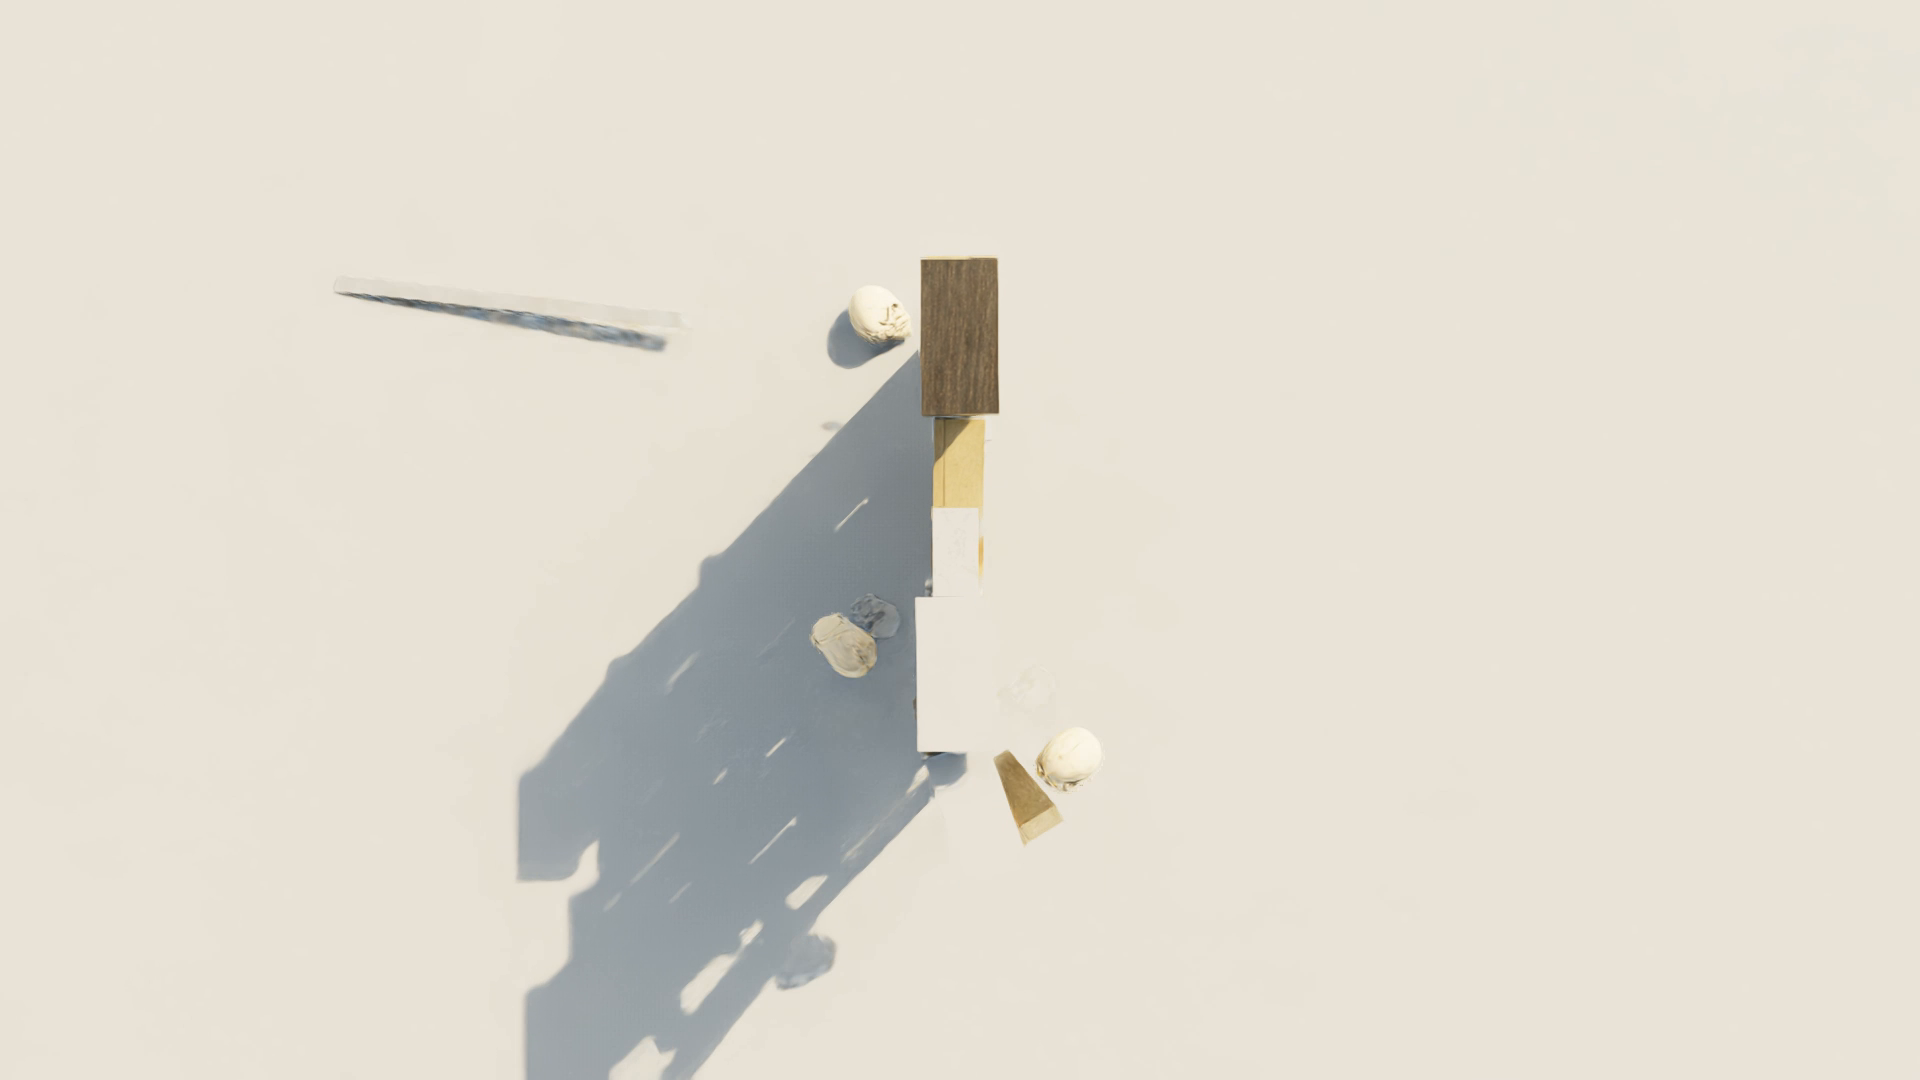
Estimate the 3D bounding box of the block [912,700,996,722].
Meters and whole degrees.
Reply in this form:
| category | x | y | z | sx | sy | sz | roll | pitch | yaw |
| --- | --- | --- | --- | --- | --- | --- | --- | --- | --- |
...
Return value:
| category | x | y | z | sx | sy | sz | roll | pitch | yaw |
| --- | --- | --- | --- | --- | --- | --- | --- | --- | --- |
| block | -0.021 | 0.410 | 4.015 | 0.172 | 0.565 | 0.049 | -9 | 87 | -3 |

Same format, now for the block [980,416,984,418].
| category | x | y | z | sx | sy | sz | roll | pitch | yaw |
| --- | --- | --- | --- | --- | --- | --- | --- | --- | --- |
| block | -0.002 | -0.298 | 4.497 | 0.132 | 0.037 | 0.264 | 0 | 90 | 0 |

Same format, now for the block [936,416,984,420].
| category | x | y | z | sx | sy | sz | roll | pitch | yaw |
| --- | --- | --- | --- | --- | --- | --- | --- | --- | --- |
| block | -0.001 | -0.275 | 4.122 | 0.121 | 0.242 | 0.034 | 1 | 101 | 0 |

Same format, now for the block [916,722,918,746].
| category | x | y | z | sx | sy | sz | roll | pitch | yaw |
| --- | --- | --- | --- | --- | --- | --- | --- | --- | --- |
| block | -0.024 | 0.376 | 4.432 | 0.176 | 0.050 | 0.353 | 1 | 90 | 1 |

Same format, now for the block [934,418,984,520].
| category | x | y | z | sx | sy | sz | roll | pitch | yaw |
| --- | --- | --- | --- | --- | --- | --- | --- | --- | --- |
| block | -0.003 | -0.171 | 3.986 | 0.121 | 0.034 | 0.242 | 1 | 92 | 0 |

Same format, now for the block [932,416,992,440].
| category | x | y | z | sx | sy | sz | roll | pitch | yaw |
| --- | --- | --- | --- | --- | --- | --- | --- | --- | --- |
| block | 0.006 | -0.463 | 4.804 | 0.173 | 0.049 | 0.346 | 0 | 90 | 0 |

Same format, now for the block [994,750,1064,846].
| category | x | y | z | sx | sy | sz | roll | pitch | yaw |
| --- | --- | --- | --- | --- | --- | --- | --- | --- | --- |
| block | 0.125 | 0.663 | 4.257 | 0.153 | 0.800 | 0.043 | -31 | 95 | -4 |

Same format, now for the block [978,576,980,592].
| category | x | y | z | sx | sy | sz | roll | pitch | yaw |
| --- | --- | --- | --- | --- | --- | --- | --- | --- | --- |
| block | -0.006 | 0.107 | 3.974 | 0.106 | 0.212 | 0.030 | 0 | 90 | 0 |

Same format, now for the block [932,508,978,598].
| category | x | y | z | sx | sy | sz | roll | pitch | yaw |
| --- | --- | --- | --- | --- | --- | --- | --- | --- | --- |
| block | -0.010 | 0.032 | 3.853 | 0.106 | 0.030 | 0.212 | 0 | 90 | 0 |

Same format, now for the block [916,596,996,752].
| category | x | y | z | sx | sy | sz | roll | pitch | yaw |
| --- | --- | --- | --- | --- | --- | --- | --- | --- | --- |
| block | -0.011 | 0.301 | 3.706 | 0.172 | 0.049 | 0.345 | -1 | 88 | 0 |

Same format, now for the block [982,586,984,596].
| category | x | y | z | sx | sy | sz | roll | pitch | yaw |
| --- | --- | --- | --- | --- | --- | --- | --- | --- | --- |
| block | -0.011 | 0.132 | 4.333 | 0.143 | 0.423 | 0.041 | 0 | 91 | 1 |

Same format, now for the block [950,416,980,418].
| category | x | y | z | sx | sy | sz | roll | pitch | yaw |
| --- | --- | --- | --- | --- | --- | --- | --- | --- | --- |
| block | 0.000 | -0.245 | 4.259 | 0.102 | 0.029 | 0.204 | 1 | 90 | 0 |

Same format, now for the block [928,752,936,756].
| category | x | y | z | sx | sy | sz | roll | pitch | yaw |
| --- | --- | --- | --- | --- | --- | --- | --- | --- | --- |
| block | -0.002 | 0.522 | 4.004 | 0.153 | 0.305 | 0.043 | -21 | 88 | -1 |

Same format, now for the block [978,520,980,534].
| category | x | y | z | sx | sy | sz | roll | pitch | yaw |
| --- | --- | --- | --- | --- | --- | --- | --- | --- | --- |
| block | -0.007 | -0.038 | 4.089 | 0.106 | 0.441 | 0.030 | 1 | 92 | 0 |

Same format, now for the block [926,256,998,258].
| category | x | y | z | sx | sy | sz | roll | pitch | yaw |
| --- | --- | --- | --- | --- | --- | --- | --- | --- | --- |
| block | 0.006 | -0.523 | 4.061 | 0.174 | 0.049 | 0.347 | 0 | 90 | 0 |

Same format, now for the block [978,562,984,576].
| category | x | y | z | sx | sy | sz | roll | pitch | yaw |
| --- | --- | --- | --- | --- | --- | --- | --- | --- | --- |
| block | -0.004 | 0.210 | 4.831 | 0.144 | 0.041 | 0.287 | 0 | 90 | 1 |

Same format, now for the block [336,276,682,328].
| category | x | y | z | sx | sy | sz | roll | pitch | yaw |
| --- | --- | --- | --- | --- | --- | --- | --- | --- | --- |
| block | -1.494 | -0.787 | 5.448 | 1.170 | 0.015 | 0.052 | 7 | 100 | 4 |

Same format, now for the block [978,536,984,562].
| category | x | y | z | sx | sy | sz | roll | pitch | yaw |
| --- | --- | --- | --- | --- | --- | --- | --- | --- | --- |
| block | -0.005 | 0.148 | 5.161 | 0.158 | 0.045 | 0.316 | 0 | 90 | 0 |

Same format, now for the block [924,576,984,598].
| category | x | y | z | sx | sy | sz | roll | pitch | yaw |
| --- | --- | --- | --- | --- | --- | --- | --- | --- | --- |
| block | -0.018 | 0.232 | 4.100 | 0.143 | 0.041 | 0.286 | 1 | 90 | 0 |

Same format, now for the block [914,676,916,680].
| category | x | y | z | sx | sy | sz | roll | pitch | yaw |
| --- | --- | --- | --- | --- | --- | --- | --- | --- | --- |
| block | -0.039 | 0.336 | 4.263 | 0.143 | 0.286 | 0.041 | 7 | 90 | 0 |

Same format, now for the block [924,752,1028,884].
| category | x | y | z | sx | sy | sz | roll | pitch | yaw |
| --- | --- | --- | --- | --- | --- | --- | --- | --- | --- |
| block | 0.037 | 0.626 | 3.830 | 0.153 | 0.043 | 0.305 | -19 | 90 | -1 |

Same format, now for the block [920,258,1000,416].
| category | x | y | z | sx | sy | sz | roll | pitch | yaw |
| --- | --- | --- | --- | --- | --- | --- | --- | --- | --- |
| block | -0.001 | -0.449 | 3.665 | 0.172 | 0.049 | 0.344 | 0 | 90 | 0 |
